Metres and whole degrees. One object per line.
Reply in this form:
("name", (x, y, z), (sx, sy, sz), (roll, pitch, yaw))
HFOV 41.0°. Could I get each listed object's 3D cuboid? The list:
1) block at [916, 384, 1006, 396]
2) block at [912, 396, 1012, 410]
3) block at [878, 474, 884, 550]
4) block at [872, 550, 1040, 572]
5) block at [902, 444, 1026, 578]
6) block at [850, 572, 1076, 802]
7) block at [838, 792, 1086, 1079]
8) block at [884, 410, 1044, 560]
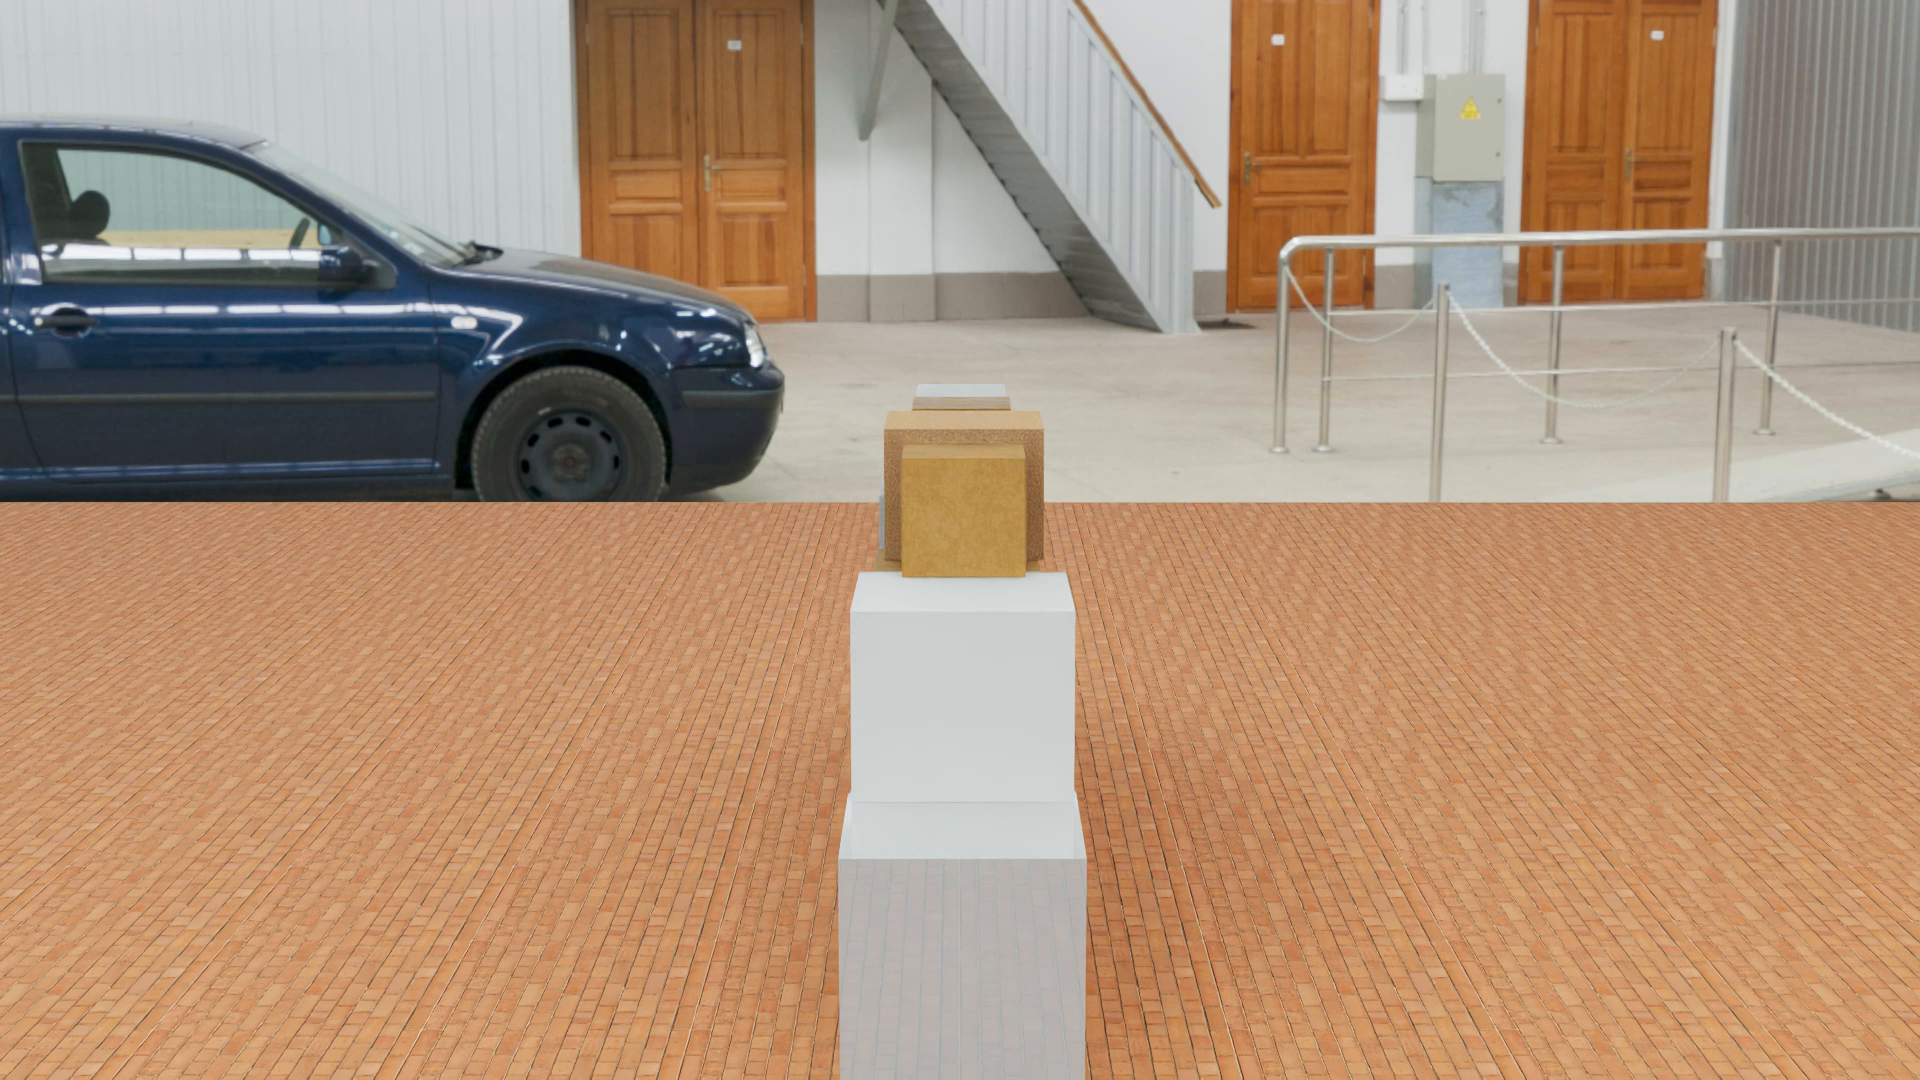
("block", (0.005, -0.486, 11.906), (0.409, 0.419, 0.471), (0, 10, 0))
("block", (0.007, -0.407, 11.472), (0.434, 0.419, 0.402), (0, 10, 0))
("block", (-0.007, 0.082, 11.955), (0.713, 0.717, 0.794), (0, 10, 0))
("block", (-0.014, 0.454, 10.690), (0.683, 0.723, 0.659), (0, 10, 0))
("block", (0.014, -0.124, 10.386), (0.489, 0.475, 0.531), (0, 8, 0))
("block", (0.010, 0.552, 9.925), (0.828, 0.721, 0.869), (0, 9, 0))
("block", (0.009, 1.436, 9.352), (0.860, 0.829, 0.831), (0, 10, 0))
("block", (0.017, -0.241, 10.967), (0.662, 0.550, 0.643), (0, 10, 0))
